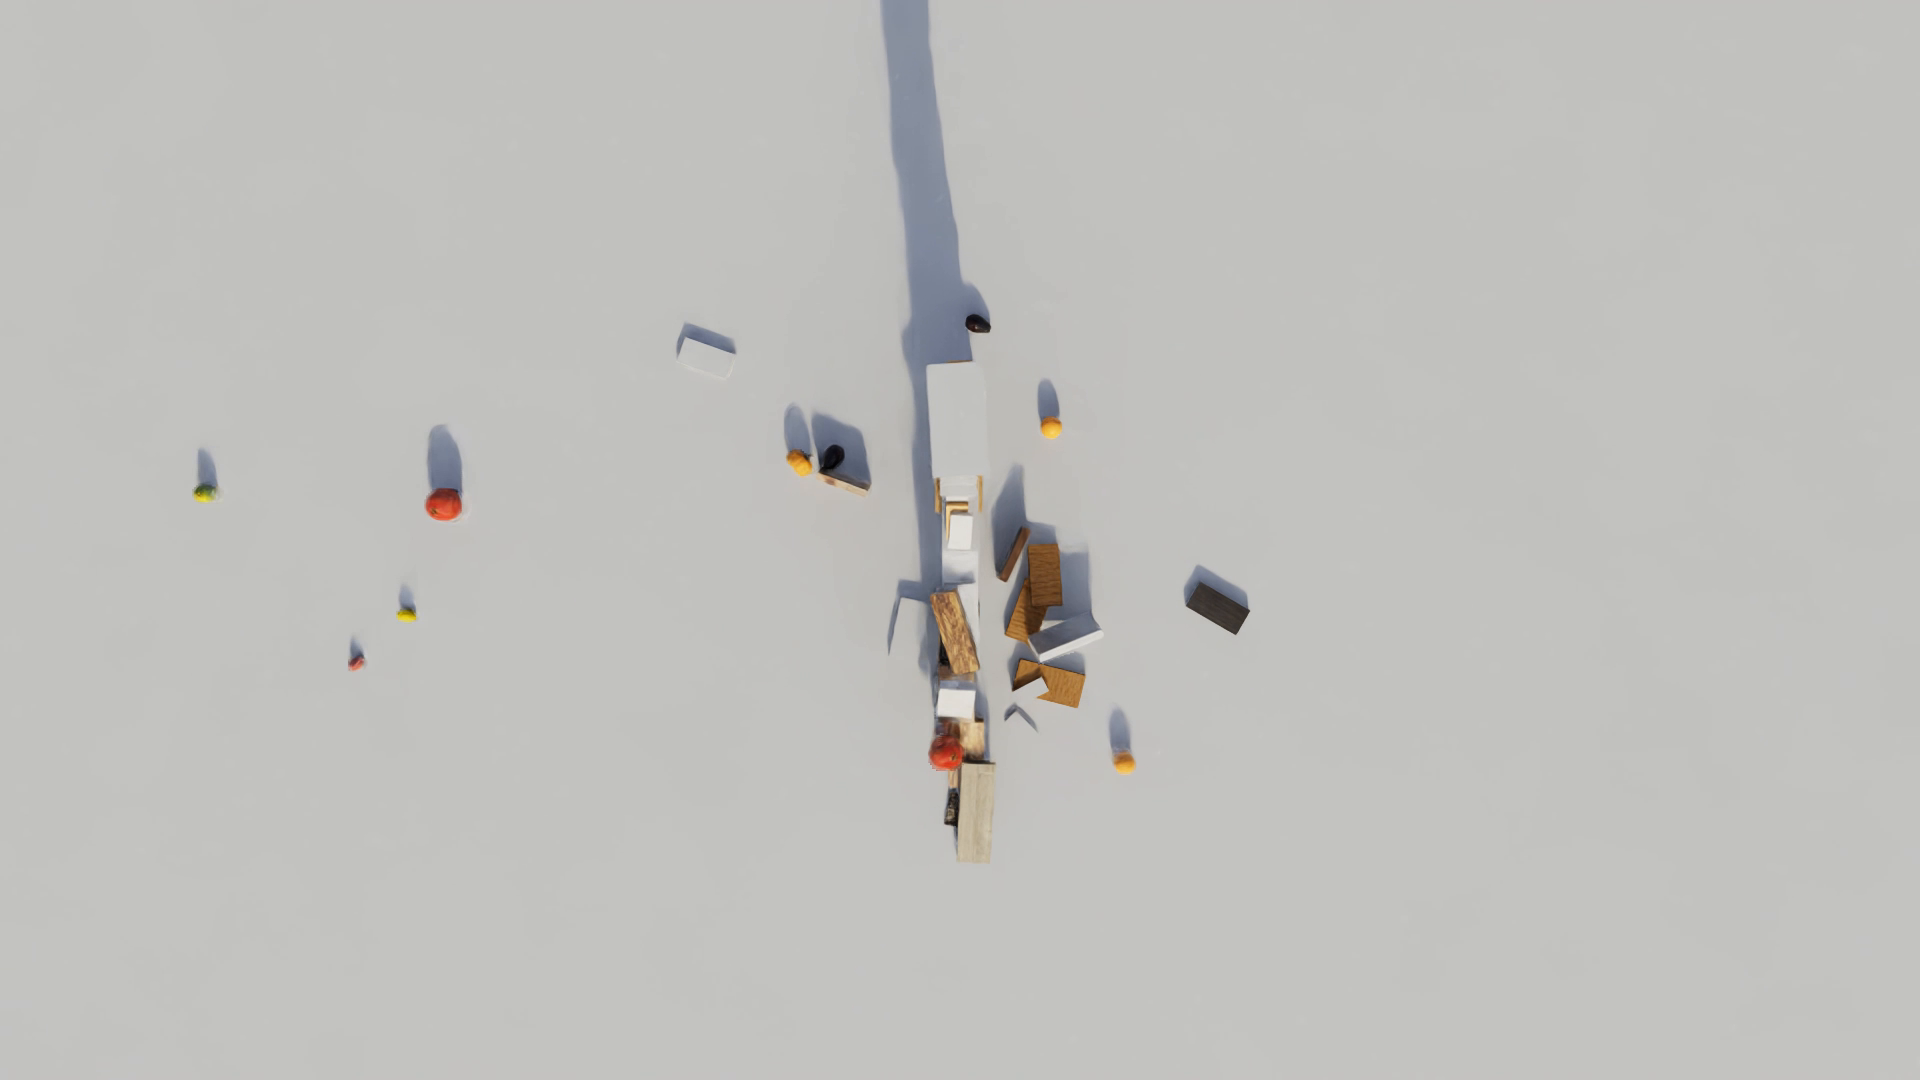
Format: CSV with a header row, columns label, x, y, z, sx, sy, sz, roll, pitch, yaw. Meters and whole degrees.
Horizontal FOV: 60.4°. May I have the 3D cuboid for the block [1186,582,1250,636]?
label,x,y,z,sx,sy,sz,roll,pitch,yaw
block,0.858,0.228,5.487,0.190,0.027,0.095,30,90,0

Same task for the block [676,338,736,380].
label,x,y,z,sx,sy,sz,roll,pitch,yaw
block,-0.844,-0.604,5.488,0.175,0.025,0.087,20,90,0

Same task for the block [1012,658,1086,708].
label,x,y,z,sx,sy,sz,roll,pitch,yaw
block,0.295,0.477,5.484,0.225,0.032,0.113,14,90,0

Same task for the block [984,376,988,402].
label,x,y,z,sx,sy,sz,roll,pitch,yaw
block,-0.003,-0.412,4.658,0.149,0.567,0.042,1,89,0

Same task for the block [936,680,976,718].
label,x,y,z,sx,sy,sz,roll,pitch,yaw
block,-0.012,0.509,5.268,0.113,0.226,0.032,4,62,-1

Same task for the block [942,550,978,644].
label,x,y,z,sx,sy,sz,roll,pitch,yaw
block,0.002,0.174,5.187,0.113,0.032,0.310,0,106,0

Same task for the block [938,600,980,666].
label,x,y,z,sx,sy,sz,roll,pitch,yaw
block,-0.003,0.299,5.270,0.113,0.032,0.226,5,113,-2

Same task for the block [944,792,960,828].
label,x,y,z,sx,sy,sz,roll,pitch,yaw
block,-0.017,0.899,5.493,0.053,0.015,0.105,12,90,0

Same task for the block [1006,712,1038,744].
label,x,y,z,sx,sy,sz,roll,pitch,yaw
block,0.205,0.624,5.493,0.053,0.015,0.105,-45,90,0

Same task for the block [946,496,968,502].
label,x,y,z,sx,sy,sz,roll,pitch,yaw
block,-0.008,-0.114,4.848,0.065,0.131,0.018,0,72,0

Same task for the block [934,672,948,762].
label,x,y,z,sx,sy,sz,roll,pitch,yaw
block,-0.020,0.582,5.438,0.117,0.033,0.307,-2,107,0

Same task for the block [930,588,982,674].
label,x,y,z,sx,sy,sz,roll,pitch,yaw
block,-0.014,0.288,5.154,0.087,0.025,0.266,-12,103,23

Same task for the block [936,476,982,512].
label,x,y,z,sx,sy,sz,roll,pitch,yaw
block,-0.003,-0.237,5.182,0.148,0.042,0.297,0,90,0

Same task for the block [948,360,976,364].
label,x,y,z,sx,sy,sz,roll,pitch,yaw
block,0.005,-0.484,5.304,0.091,0.026,0.183,0,90,0

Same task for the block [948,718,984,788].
label,x,y,z,sx,sy,sz,roll,pitch,yaw
block,0.021,0.703,5.442,0.117,0.033,0.234,-1,107,0

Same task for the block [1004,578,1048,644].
label,x,y,z,sx,sy,sz,roll,pitch,yaw
block,0.232,0.239,5.486,0.102,0.029,0.204,20,90,0

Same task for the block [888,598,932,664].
label,x,y,z,sx,sy,sz,roll,pitch,yaw
block,-0.166,0.300,5.486,0.102,0.029,0.204,12,90,0

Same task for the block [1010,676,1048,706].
label,x,y,z,sx,sy,sz,roll,pitch,yaw
block,0.231,0.502,5.461,0.115,0.015,0.053,-28,90,0

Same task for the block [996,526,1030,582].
label,x,y,z,sx,sy,sz,roll,pitch,yaw
block,0.177,0.046,5.451,0.027,0.095,0.190,25,90,-6

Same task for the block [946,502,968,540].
label,x,y,z,sx,sy,sz,roll,pitch,yaw
block,-0.007,-0.057,4.862,0.065,0.018,0.131,0,132,0

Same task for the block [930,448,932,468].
label,x,y,z,sx,sy,sz,roll,pitch,yaw
block,-0.005,-0.220,4.524,0.149,0.298,0.042,1,90,0

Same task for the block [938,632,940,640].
label,x,y,z,sx,sy,sz,roll,pitch,yaw
block,-0.005,0.216,5.272,0.114,0.032,0.229,3,114,-1

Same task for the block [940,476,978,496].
label,x,y,z,sx,sy,sz,roll,pitch,yaw
block,-0.005,-0.230,4.688,0.105,0.030,0.211,-1,90,0

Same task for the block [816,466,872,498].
label,x,y,z,sx,sy,sz,roll,pitch,yaw
block,-0.383,-0.194,5.455,0.175,0.087,0.025,20,110,0

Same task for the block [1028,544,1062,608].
label,x,y,z,sx,sy,sz,roll,pitch,yaw
block,0.281,0.117,5.462,0.102,0.029,0.204,-3,79,-5

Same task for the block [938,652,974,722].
label,x,y,z,sx,sy,sz,roll,pitch,yaw
block,-0.012,0.480,5.371,0.117,0.033,0.234,0,107,0

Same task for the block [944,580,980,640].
label,x,y,z,sx,sy,sz,roll,pitch,yaw
block,0.007,0.225,5.171,0.095,0.027,0.190,-4,107,1

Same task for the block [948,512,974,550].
label,x,y,z,sx,sy,sz,roll,pitch,yaw
block,0.002,-0.028,4.861,0.065,0.018,0.131,4,132,-1

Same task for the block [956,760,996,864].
label,x,y,z,sx,sy,sz,roll,pitch,yaw
block,0.054,0.900,5.450,0.113,0.032,0.345,3,101,0

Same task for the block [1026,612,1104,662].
label,x,y,z,sx,sy,sz,roll,pitch,yaw
block,0.346,0.318,5.429,0.225,0.113,0.032,-21,125,-8

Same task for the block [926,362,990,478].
label,x,y,z,sx,sy,sz,roll,pitch,yaw
block,-0.006,-0.317,4.353,0.149,0.042,0.298,-3,90,0

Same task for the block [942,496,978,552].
label,x,y,z,sx,sy,sz,roll,pitch,yaw
block,0.001,-0.075,4.928,0.108,0.031,0.217,0,90,0

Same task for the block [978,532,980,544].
label,x,y,z,sx,sy,sz,roll,pitch,yaw
block,0.005,-0.003,5.133,0.108,0.379,0.031,0,89,0
